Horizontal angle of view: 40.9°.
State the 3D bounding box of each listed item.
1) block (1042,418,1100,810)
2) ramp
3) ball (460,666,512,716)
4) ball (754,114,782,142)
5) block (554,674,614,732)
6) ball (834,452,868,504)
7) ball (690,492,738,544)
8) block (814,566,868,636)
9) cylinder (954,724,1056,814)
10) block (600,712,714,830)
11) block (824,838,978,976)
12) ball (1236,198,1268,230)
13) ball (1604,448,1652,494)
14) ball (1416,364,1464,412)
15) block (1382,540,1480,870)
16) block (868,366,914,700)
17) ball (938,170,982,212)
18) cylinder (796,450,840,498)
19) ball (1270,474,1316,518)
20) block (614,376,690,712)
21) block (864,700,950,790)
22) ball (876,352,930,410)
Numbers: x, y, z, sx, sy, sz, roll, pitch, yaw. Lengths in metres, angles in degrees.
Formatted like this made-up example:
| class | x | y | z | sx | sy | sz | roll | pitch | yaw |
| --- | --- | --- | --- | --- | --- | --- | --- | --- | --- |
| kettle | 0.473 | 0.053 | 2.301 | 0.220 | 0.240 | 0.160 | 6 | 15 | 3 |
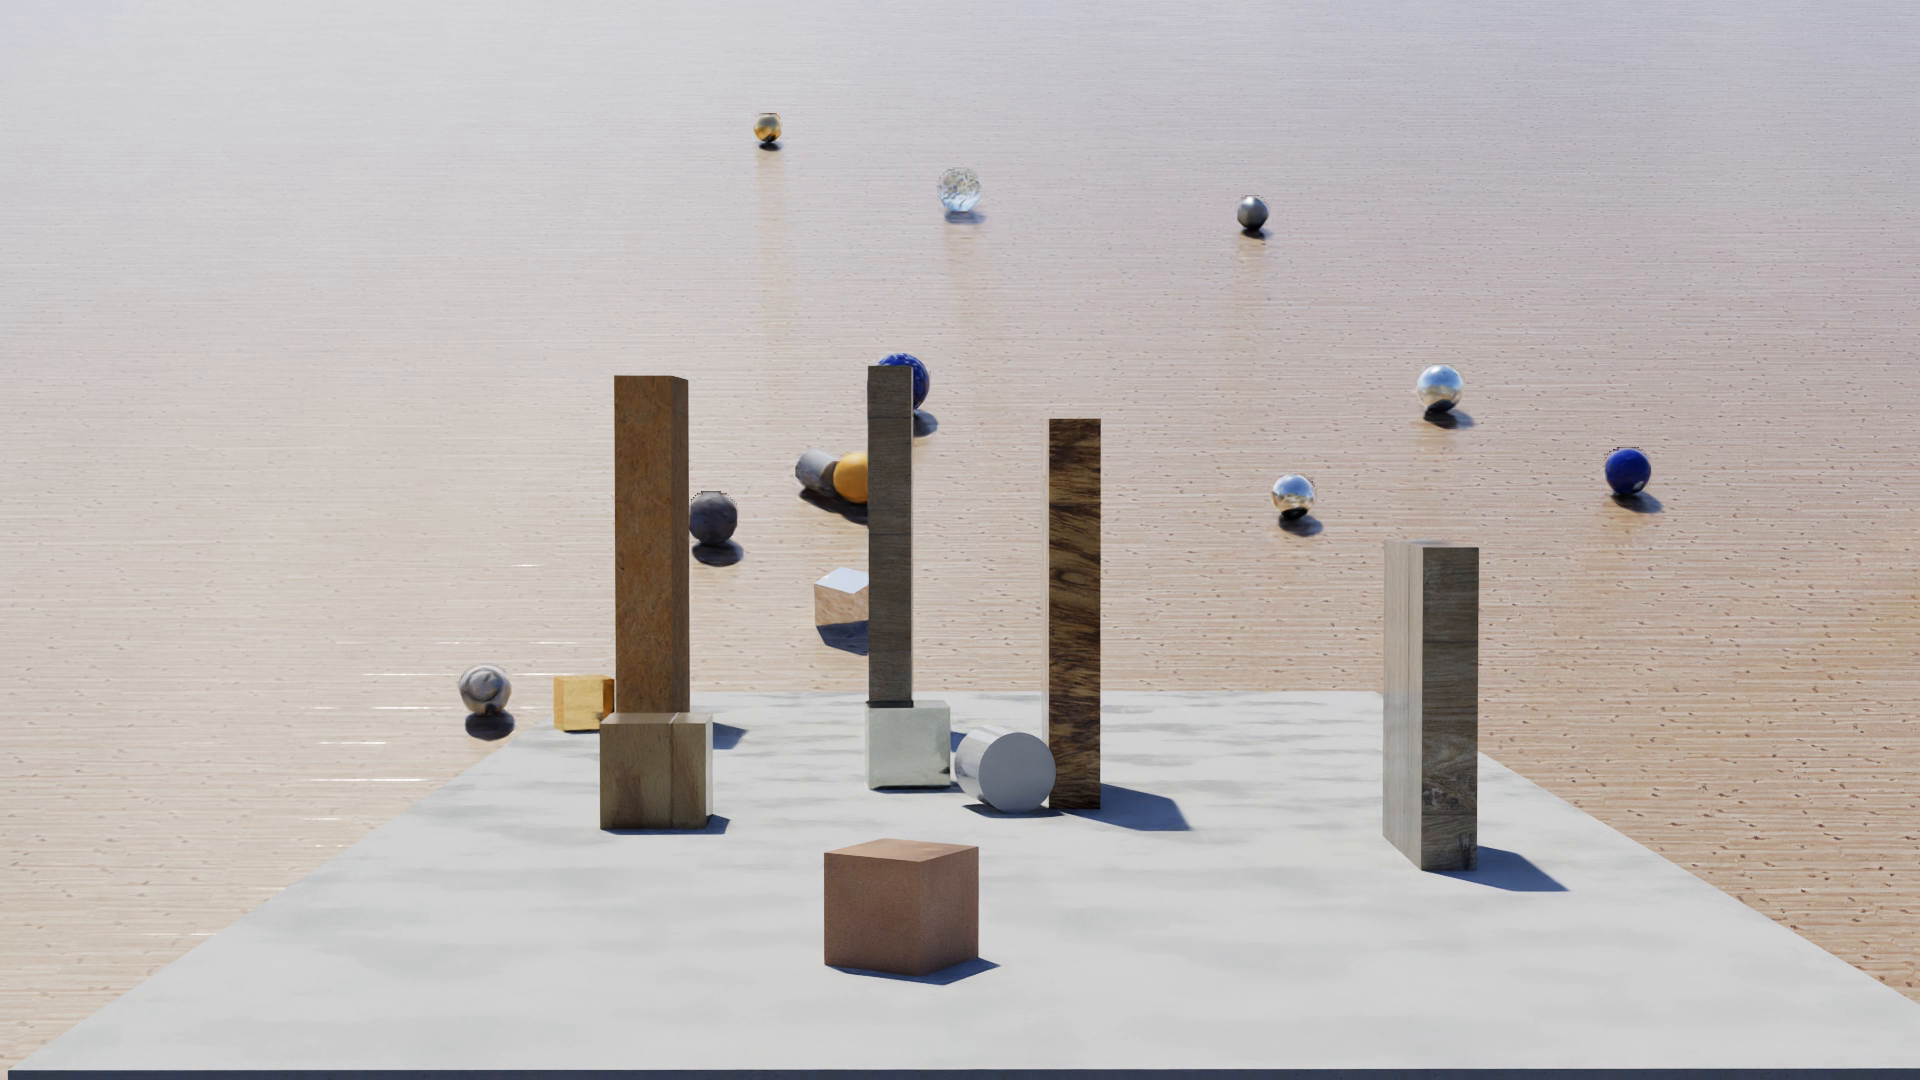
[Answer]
| class | x | y | z | sx | sy | sz | roll | pitch | yaw |
| --- | --- | --- | --- | --- | --- | --- | --- | --- | --- |
| block | 0.195 | 0.120 | 4.577 | 0.088 | 0.666 | 0.385 | 0 | 2 | 0 |
| ramp | 0.056 | 0.504 | 4.548 | 2.000 | 0.100 | 4.000 | 0 | 2 | 0 |
| ball | -1.218 | 0.386 | 6.610 | 0.130 | 0.130 | 0.130 | 0 | 24 | 0 |
| ball | -0.862 | -1.845 | 11.554 | 0.126 | 0.126 | 0.126 | 0 | 24 | 0 |
| block | -0.827 | 0.359 | 5.671 | 0.113 | 0.113 | 0.113 | -1 | 2 | -20 |
| ball | -0.309 | -0.188 | 7.851 | 0.155 | 0.155 | 0.155 | 0 | 24 | 0 |
| ball | -0.728 | -0.063 | 7.577 | 0.151 | 0.151 | 0.151 | 0 | 24 | 0 |
| block | -0.310 | 0.168 | 7.092 | 0.129 | 0.129 | 0.129 | 14 | 28 | 28 |
| cylinder | 0.076 | 0.390 | 4.404 | 0.138 | 0.138 | 0.138 | -8 | 4 | -17 |
| block | -0.499 | 0.379 | 4.251 | 0.171 | 0.171 | 0.171 | 0 | 2 | -2 |
| block | -0.069 | 0.437 | 3.086 | 0.134 | 0.134 | 0.134 | 1 | 2 | 31 |
| ball | 1.179 | -1.315 | 10.378 | 0.129 | 0.129 | 0.129 | 0 | 24 | 0 |
| ball | 2.052 | -0.211 | 7.917 | 0.142 | 0.142 | 0.142 | 0 | 24 | 0 |
| ball | 1.593 | -0.504 | 8.547 | 0.156 | 0.156 | 0.156 | 0 | 24 | 0 |
| block | 0.711 | 0.240 | 3.911 | 0.081 | 0.471 | 0.339 | 0 | 2 | 0 |
| block | -0.150 | 0.020 | 5.643 | 0.092 | 0.793 | 0.258 | 0 | 2 | 0 |
| ball | 0.000 | -1.434 | 10.585 | 0.175 | 0.175 | 0.175 | 0 | 24 | 0 |
| cylinder | -0.424 | -0.205 | 7.932 | 0.118 | 0.118 | 0.118 | -20 | 31 | -37 |
| ball | 1.002 | -0.132 | 7.755 | 0.132 | 0.132 | 0.132 | 0 | 24 | 0 |
| block | -0.684 | 0.026 | 5.743 | 0.122 | 0.774 | 0.367 | 0 | 2 | 0 |
| block | -0.097 | 0.374 | 4.725 | 0.147 | 0.147 | 0.147 | 0 | 2 | -5 |
| ball | -0.200 | -0.519 | 8.525 | 0.202 | 0.202 | 0.202 | 0 | 24 | 0 |
